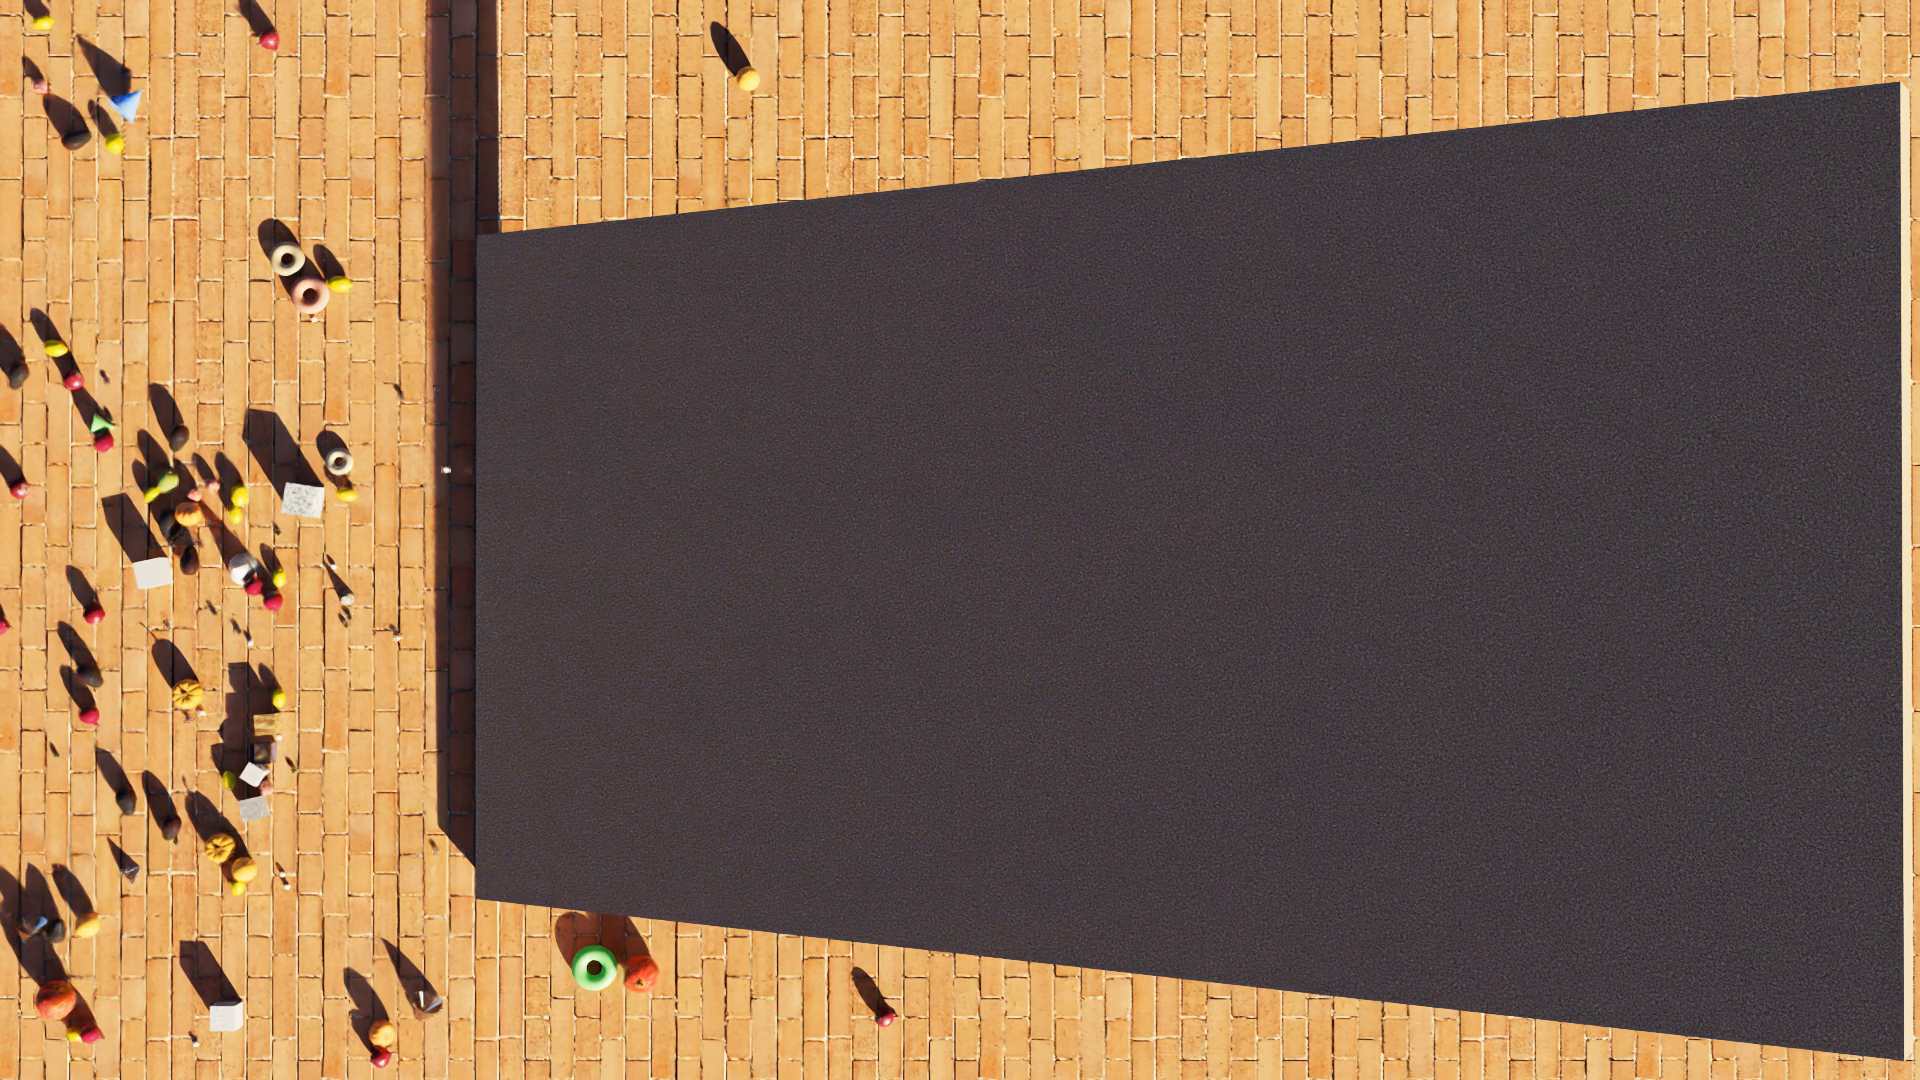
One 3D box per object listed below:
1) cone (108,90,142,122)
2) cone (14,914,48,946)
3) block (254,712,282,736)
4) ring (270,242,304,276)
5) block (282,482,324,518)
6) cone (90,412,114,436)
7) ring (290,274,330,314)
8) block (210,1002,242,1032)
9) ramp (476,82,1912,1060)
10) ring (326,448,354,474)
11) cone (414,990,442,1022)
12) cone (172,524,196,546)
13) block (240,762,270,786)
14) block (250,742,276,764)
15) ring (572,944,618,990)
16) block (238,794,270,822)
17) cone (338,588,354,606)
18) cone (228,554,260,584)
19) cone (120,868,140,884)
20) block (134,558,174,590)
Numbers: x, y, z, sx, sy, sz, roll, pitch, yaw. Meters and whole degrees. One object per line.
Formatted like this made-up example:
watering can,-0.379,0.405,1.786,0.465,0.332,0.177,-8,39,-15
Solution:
cone,-2.519,-1.337,6.685,0.096,0.096,0.096,40,75,0
cone,-2.829,1.202,6.678,0.096,0.096,0.096,22,116,0
block,-2.100,0.558,6.674,0.062,0.062,0.062,-4,89,0
ring,-2.050,-0.857,6.700,0.107,0.036,0.107,0,90,-1
block,-1.991,-0.120,6.665,0.093,0.093,0.093,9,89,0
cone,-2.607,-0.349,6.698,0.070,0.070,0.070,5,89,-31
ring,-1.980,-0.748,6.698,0.118,0.039,0.118,0,91,0
block,-2.222,1.442,6.660,0.074,0.074,0.074,0,89,0
ramp,0.260,0.071,5.600,4.000,0.100,2.000,0,89,32
ring,-1.891,-0.240,6.699,0.084,0.028,0.084,0,88,-1
cone,-1.633,1.434,6.677,0.090,0.090,0.090,30,116,0
cone,-2.349,0.000,6.695,0.067,0.067,0.067,-48,116,0
block,-2.141,0.709,6.677,0.055,0.055,0.055,32,90,0
block,-2.113,0.646,6.674,0.061,0.061,0.061,0,89,0
ring,-1.110,1.298,6.676,0.140,0.047,0.140,0,91,0
block,-2.140,0.814,6.670,0.066,0.066,0.066,-12,90,0
cone,-1.871,0.174,6.684,0.050,0.050,0.050,0,89,0
cone,-2.186,0.088,6.661,0.097,0.097,0.097,0,89,0
cone,-2.513,1.012,6.690,0.052,0.052,0.052,45,63,0
block,-2.447,0.101,6.669,0.080,0.080,0.080,-12,90,0
